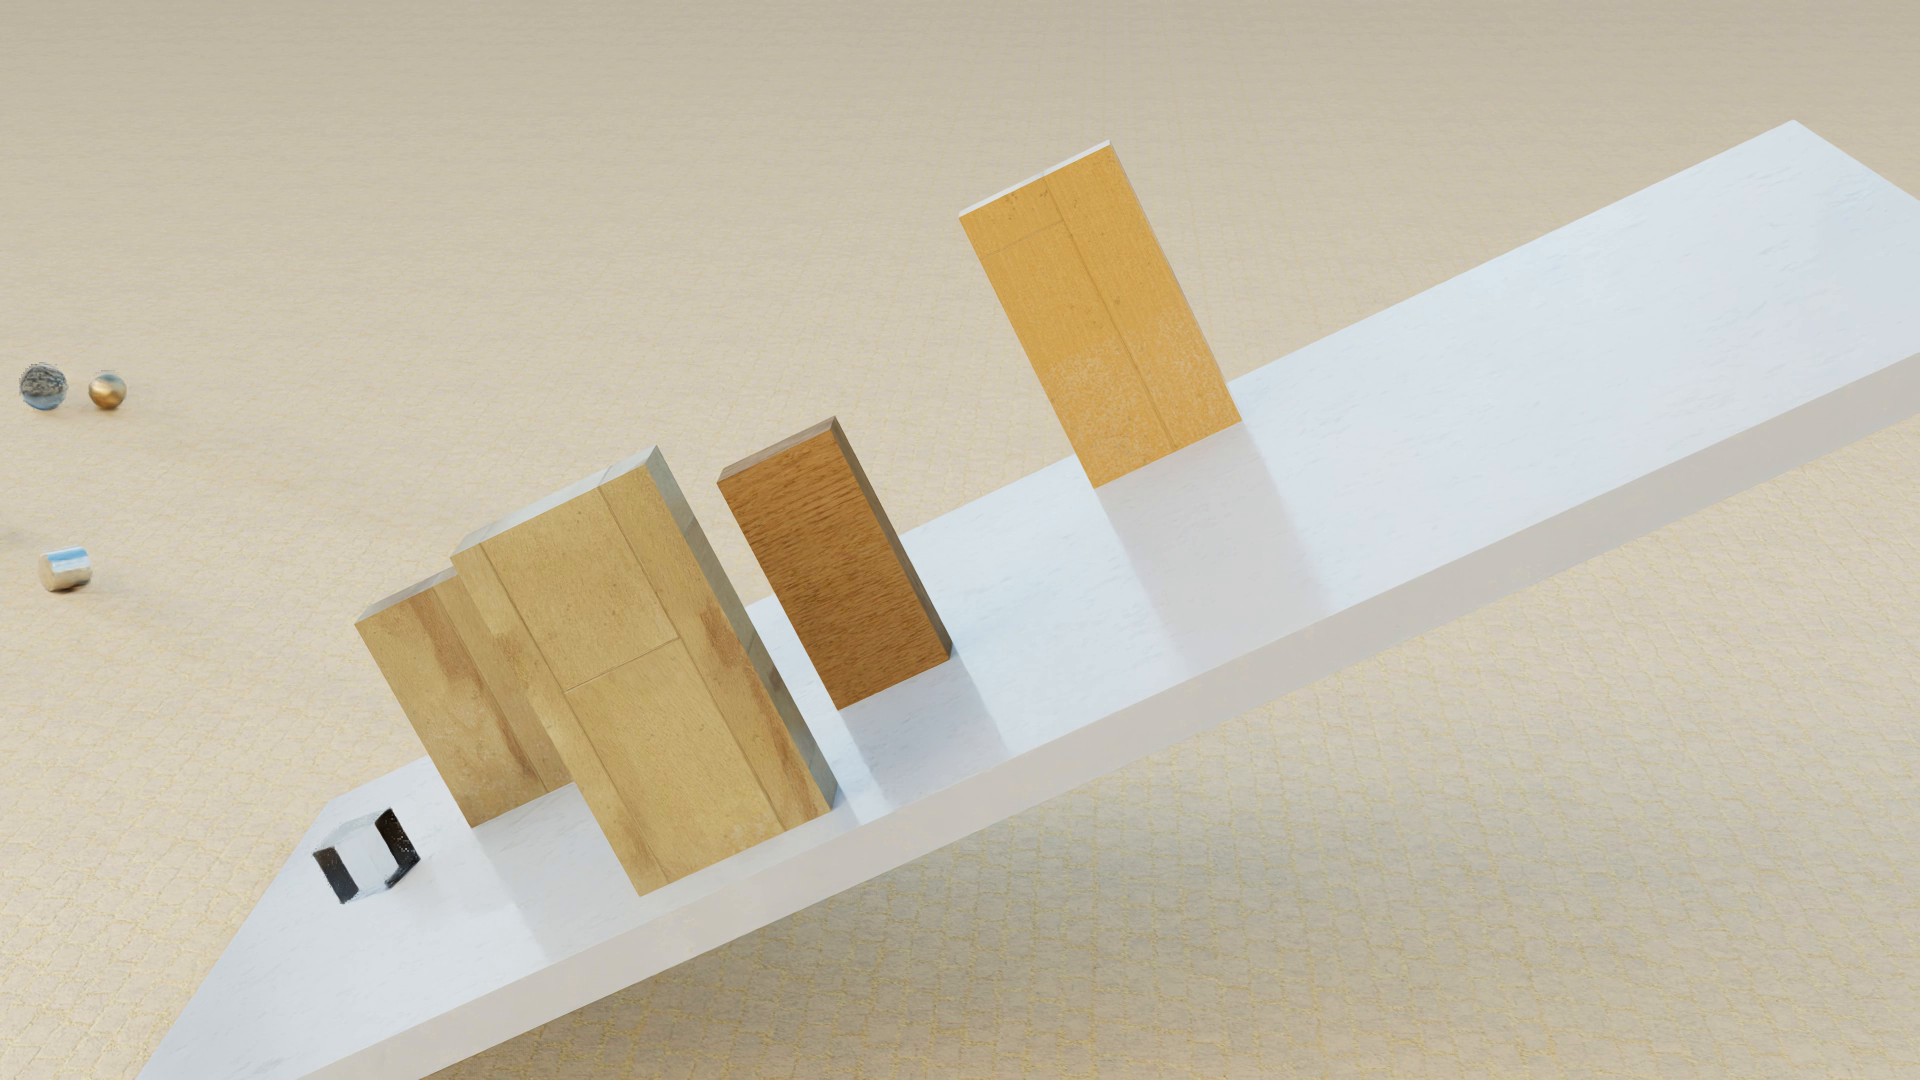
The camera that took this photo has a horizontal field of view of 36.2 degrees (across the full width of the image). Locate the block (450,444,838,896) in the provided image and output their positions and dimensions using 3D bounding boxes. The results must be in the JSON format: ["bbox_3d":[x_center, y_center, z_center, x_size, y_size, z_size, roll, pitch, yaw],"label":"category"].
[{"bbox_3d":[-0.587,0.250,5.537,0.410,0.747,0.147,-25,14,10],"label":"block"}]

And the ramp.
[{"bbox_3d":[0.138,0.168,6.281,4.000,0.100,2.000,-25,14,10],"label":"ramp"}]

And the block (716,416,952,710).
[{"bbox_3d":[-0.256,0.049,6.089,0.261,0.545,0.118,-25,14,10],"label":"block"}]

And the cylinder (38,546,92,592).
[{"bbox_3d":[-2.928,0.095,9.618,0.127,0.127,0.127,-14,21,-39],"label":"cylinder"}]

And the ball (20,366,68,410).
[{"bbox_3d":[-3.719,-0.618,11.943,0.185,0.185,0.185,0,16,0],"label":"ball"}]

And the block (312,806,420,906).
[{"bbox_3d":[-1.323,0.705,6.558,0.140,0.140,0.140,-20,15,28],"label":"block"}]

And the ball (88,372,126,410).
[{"bbox_3d":[-3.468,-0.606,11.965,0.150,0.150,0.150,0,16,0],"label":"ball"}]

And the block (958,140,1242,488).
[{"bbox_3d":[0.324,-0.512,6.728,0.378,0.705,0.081,-25,14,10],"label":"block"}]

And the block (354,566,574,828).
[{"bbox_3d":[-1.040,0.317,6.606,0.403,0.538,0.131,-25,14,10],"label":"block"}]
